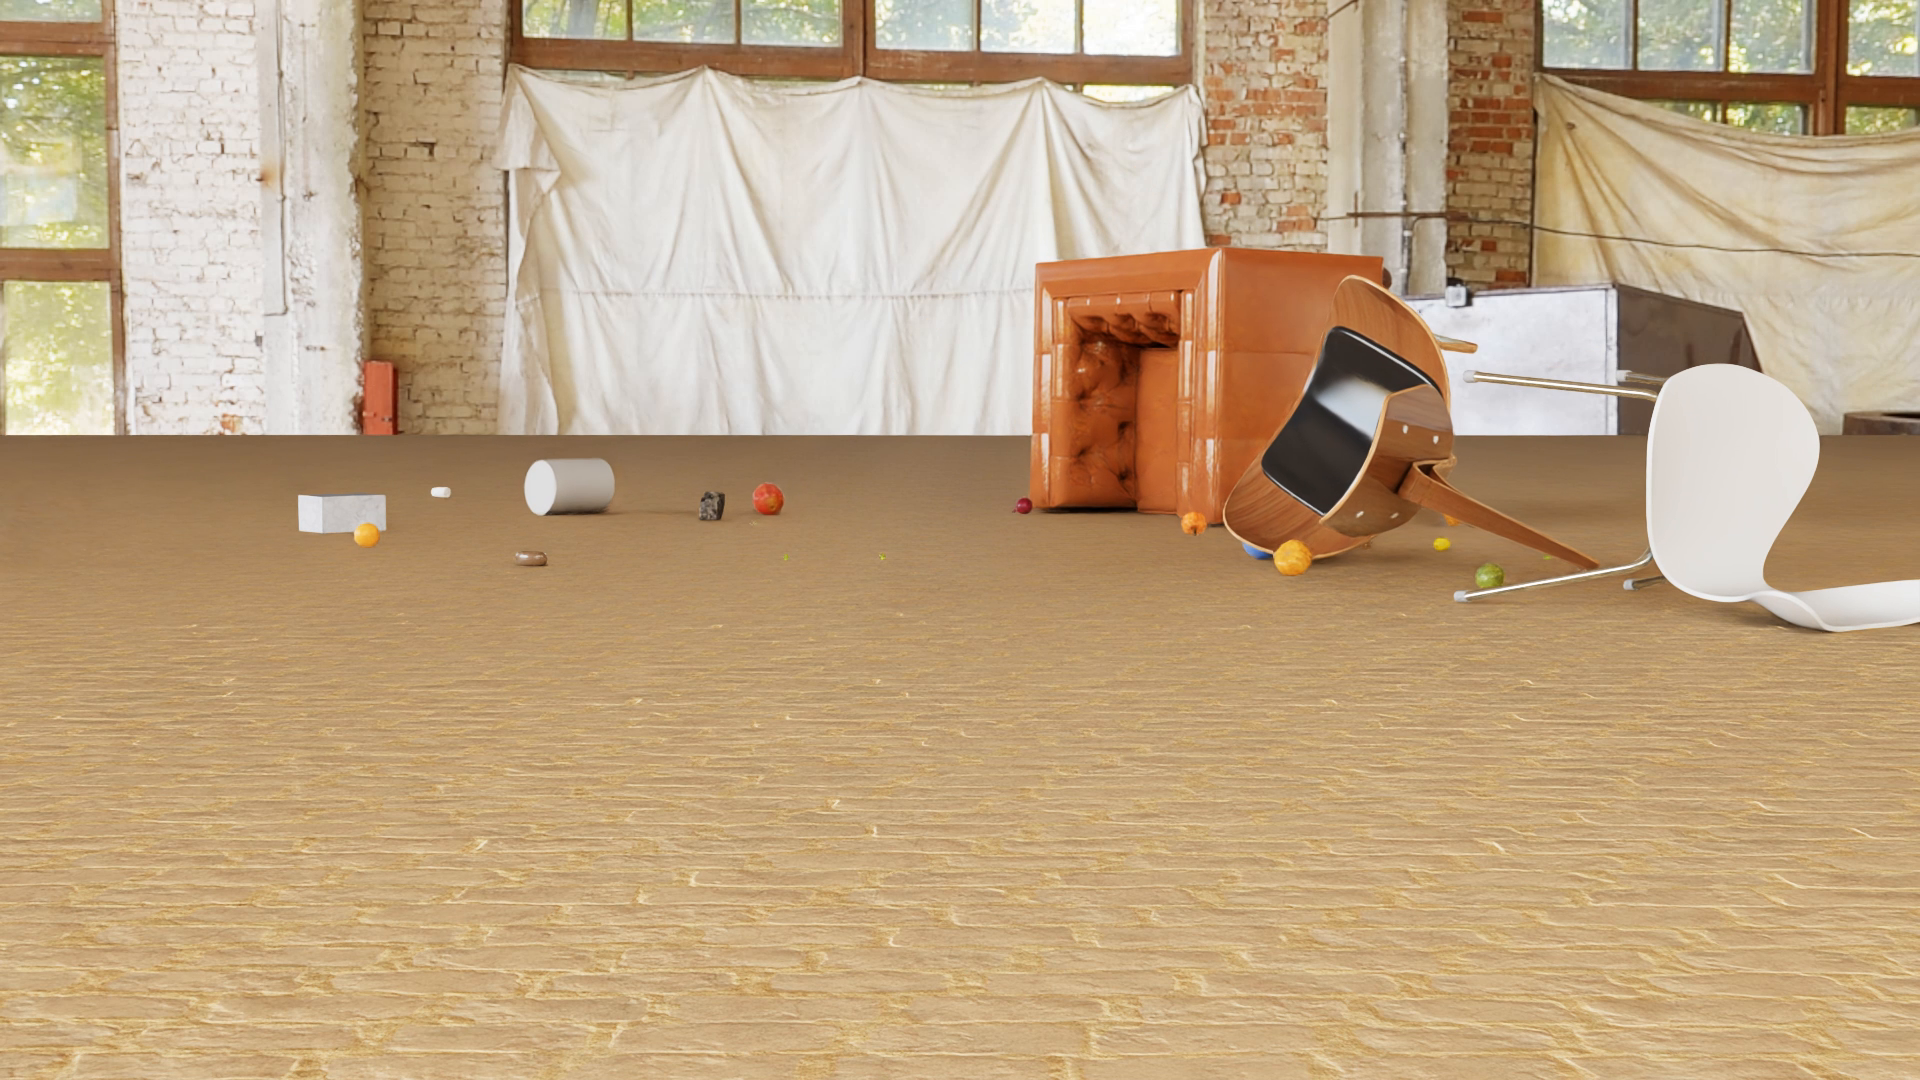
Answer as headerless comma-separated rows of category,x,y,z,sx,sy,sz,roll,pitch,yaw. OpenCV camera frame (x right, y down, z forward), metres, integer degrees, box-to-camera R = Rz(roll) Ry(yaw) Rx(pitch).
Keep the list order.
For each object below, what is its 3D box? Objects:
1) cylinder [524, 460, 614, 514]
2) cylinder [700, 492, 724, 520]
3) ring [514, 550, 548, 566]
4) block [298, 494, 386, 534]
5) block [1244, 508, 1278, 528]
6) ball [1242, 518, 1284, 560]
cylinder,-1.405,-0.192,7.924,0.257,0.199,0.183,-4,39,-46
cylinder,-0.850,-0.116,7.538,0.061,0.116,0.062,1,-41,13
ring,-1.092,0.048,5.598,0.101,0.036,0.053,1,6,31
block,-1.964,-0.087,6.991,0.213,0.112,0.173,-3,5,-40
block,0.959,-0.065,7.015,0.084,0.066,0.075,-1,4,-17
ball,0.797,-0.003,5.797,0.109,0.109,0.109,0,4,0
